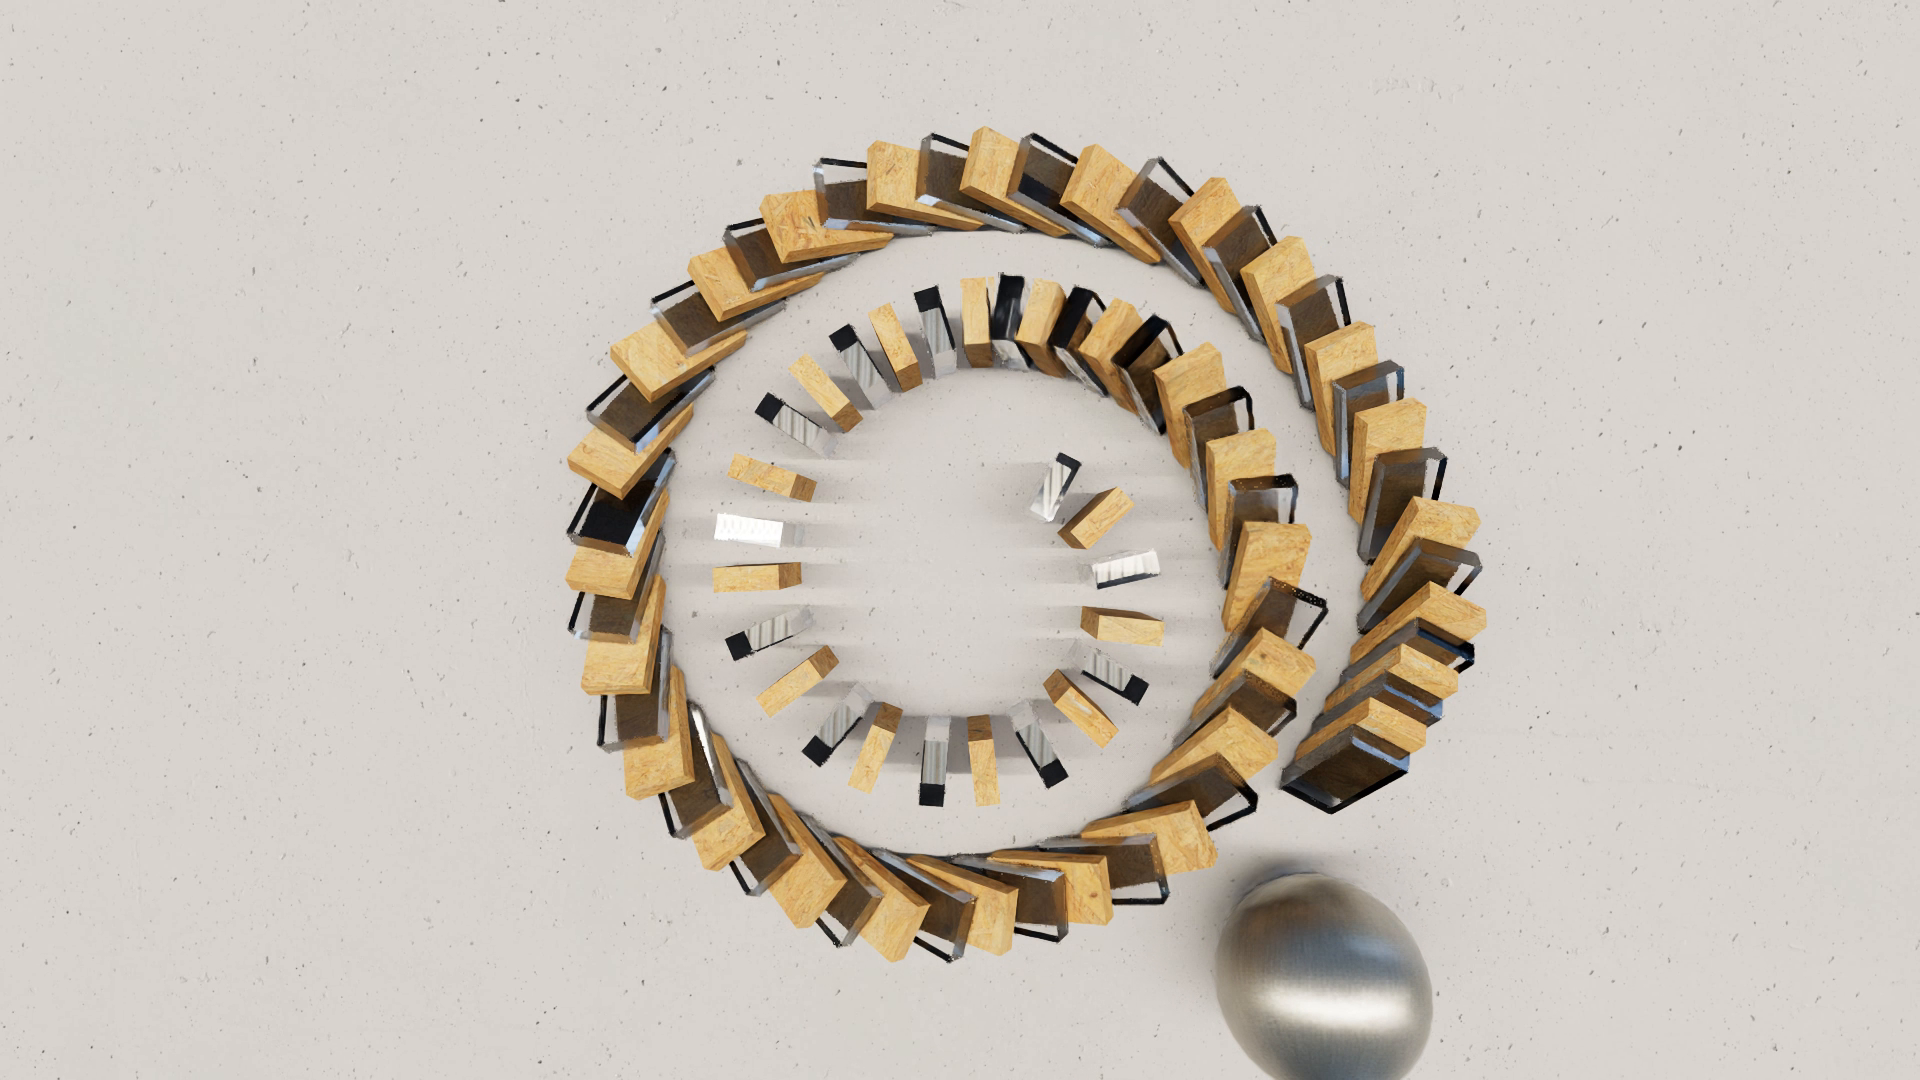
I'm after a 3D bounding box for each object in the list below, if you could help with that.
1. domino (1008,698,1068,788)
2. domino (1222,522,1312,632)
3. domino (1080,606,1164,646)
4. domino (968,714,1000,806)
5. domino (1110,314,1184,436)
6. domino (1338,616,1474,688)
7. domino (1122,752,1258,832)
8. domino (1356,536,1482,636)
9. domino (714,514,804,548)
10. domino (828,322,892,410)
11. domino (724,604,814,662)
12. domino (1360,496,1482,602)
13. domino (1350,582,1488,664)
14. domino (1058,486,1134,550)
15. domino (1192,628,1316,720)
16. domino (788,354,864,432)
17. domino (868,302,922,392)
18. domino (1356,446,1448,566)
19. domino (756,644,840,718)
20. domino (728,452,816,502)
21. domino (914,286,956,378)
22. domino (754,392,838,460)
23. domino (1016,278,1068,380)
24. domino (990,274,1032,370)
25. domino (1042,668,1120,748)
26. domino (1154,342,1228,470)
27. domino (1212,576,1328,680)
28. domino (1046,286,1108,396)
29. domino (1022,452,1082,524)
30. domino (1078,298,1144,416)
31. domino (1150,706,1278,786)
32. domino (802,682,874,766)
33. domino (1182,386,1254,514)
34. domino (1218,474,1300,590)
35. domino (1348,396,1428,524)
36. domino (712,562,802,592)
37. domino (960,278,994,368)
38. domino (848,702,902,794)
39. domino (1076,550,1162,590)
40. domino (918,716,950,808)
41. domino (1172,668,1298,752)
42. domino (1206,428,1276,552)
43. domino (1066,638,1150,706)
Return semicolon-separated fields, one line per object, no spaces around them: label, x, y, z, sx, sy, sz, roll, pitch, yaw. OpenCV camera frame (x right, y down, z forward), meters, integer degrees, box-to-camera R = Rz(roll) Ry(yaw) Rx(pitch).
domino;0.031;0.082;0.375;0.009;0.050;0.025;-30;90;0
domino;0.127;0.016;0.382;0.025;0.010;0.050;2;124;0
domino;0.065;0.035;0.375;0.025;0.050;0.009;6;90;0
domino;0.009;0.089;0.375;0.010;0.050;0.025;-7;90;0
domino;0.081;-0.067;0.377;0.025;0.050;0.010;-47;52;0
domino;0.183;0.053;0.378;0.025;0.050;0.009;27;51;0
domino;0.095;0.110;0.382;0.025;0.009;0.050;49;123;-4
domino;0.189;0.023;0.380;0.025;0.009;0.050;16;133;0
domino;-0.081;-0.004;0.375;0.025;0.050;0.009;8;90;0
domino;-0.040;-0.070;0.375;0.009;0.050;0.025;-32;90;0
domino;-0.077;0.037;0.375;0.025;0.050;0.010;-23;90;0
domino;0.190;0.007;0.380;0.025;0.009;0.050;11;130;0
domino;0.188;0.040;0.379;0.025;0.050;0.009;27;46;0
domino;0.055;-0.008;0.375;0.025;0.050;0.009;-44;90;0
domino;0.122;0.063;0.384;0.025;0.010;0.050;31;119;0
domino;-0.054;-0.059;0.375;0.010;0.050;0.025;-42;90;0
domino;-0.026;-0.078;0.375;0.010;0.050;0.025;-25;90;0
domino;0.183;-0.013;0.382;0.025;0.010;0.050;-7;125;0
domino;-0.065;0.057;0.375;0.025;0.050;0.009;-36;90;0
domino;-0.076;-0.025;0.375;0.025;0.050;0.009;19;90;0
domino;-0.010;-0.084;0.375;0.010;0.050;0.025;-17;90;0
domino;-0.066;-0.046;0.375;0.025;0.050;0.010;33;90;0
domino;0.037;-0.085;0.375;0.009;0.050;0.025;18;90;19
domino;0.023;-0.088;0.375;0.010;0.050;0.025;10;90;12
domino;0.048;0.068;0.375;0.025;0.050;0.009;42;90;0
domino;0.098;-0.055;0.379;0.025;0.010;0.050;-28;135;0
domino;0.129;0.042;0.383;0.025;0.010;0.050;23;120;0
domino;0.054;-0.080;0.376;0.010;0.050;0.025;27;90;30
domino;0.037;-0.021;0.375;0.010;0.050;0.025;27;90;0
domino;0.069;-0.074;0.377;0.010;0.050;0.025;35;90;36
domino;0.105;0.093;0.382;0.025;0.010;0.050;36;124;-3
domino;-0.049;0.074;0.375;0.009;0.050;0.025;40;90;0
domino;0.109;-0.037;0.381;0.025;0.009;0.050;-21;128;0
domino;0.124;-0.003;0.382;0.025;0.010;0.050;-5;125;0
domino;0.177;-0.032;0.381;0.025;0.009;0.050;-16;126;-3
domino;-0.082;0.015;0.375;0.025;0.050;0.009;-2;90;0
domino;0.008;-0.088;0.375;0.009;0.050;0.025;-3;90;4
domino;-0.034;0.084;0.375;0.009;0.050;0.025;22;90;0
domino;0.064;0.012;0.375;0.025;0.050;0.009;-13;90;0
domino;-0.010;0.089;0.375;0.009;0.050;0.025;5;90;0
domino;0.113;0.078;0.382;0.025;0.009;0.050;32;124;-1
domino;0.117;-0.020;0.381;0.025;0.009;0.050;-14;126;0
domino;0.059;0.053;0.375;0.025;0.050;0.009;30;90;0
